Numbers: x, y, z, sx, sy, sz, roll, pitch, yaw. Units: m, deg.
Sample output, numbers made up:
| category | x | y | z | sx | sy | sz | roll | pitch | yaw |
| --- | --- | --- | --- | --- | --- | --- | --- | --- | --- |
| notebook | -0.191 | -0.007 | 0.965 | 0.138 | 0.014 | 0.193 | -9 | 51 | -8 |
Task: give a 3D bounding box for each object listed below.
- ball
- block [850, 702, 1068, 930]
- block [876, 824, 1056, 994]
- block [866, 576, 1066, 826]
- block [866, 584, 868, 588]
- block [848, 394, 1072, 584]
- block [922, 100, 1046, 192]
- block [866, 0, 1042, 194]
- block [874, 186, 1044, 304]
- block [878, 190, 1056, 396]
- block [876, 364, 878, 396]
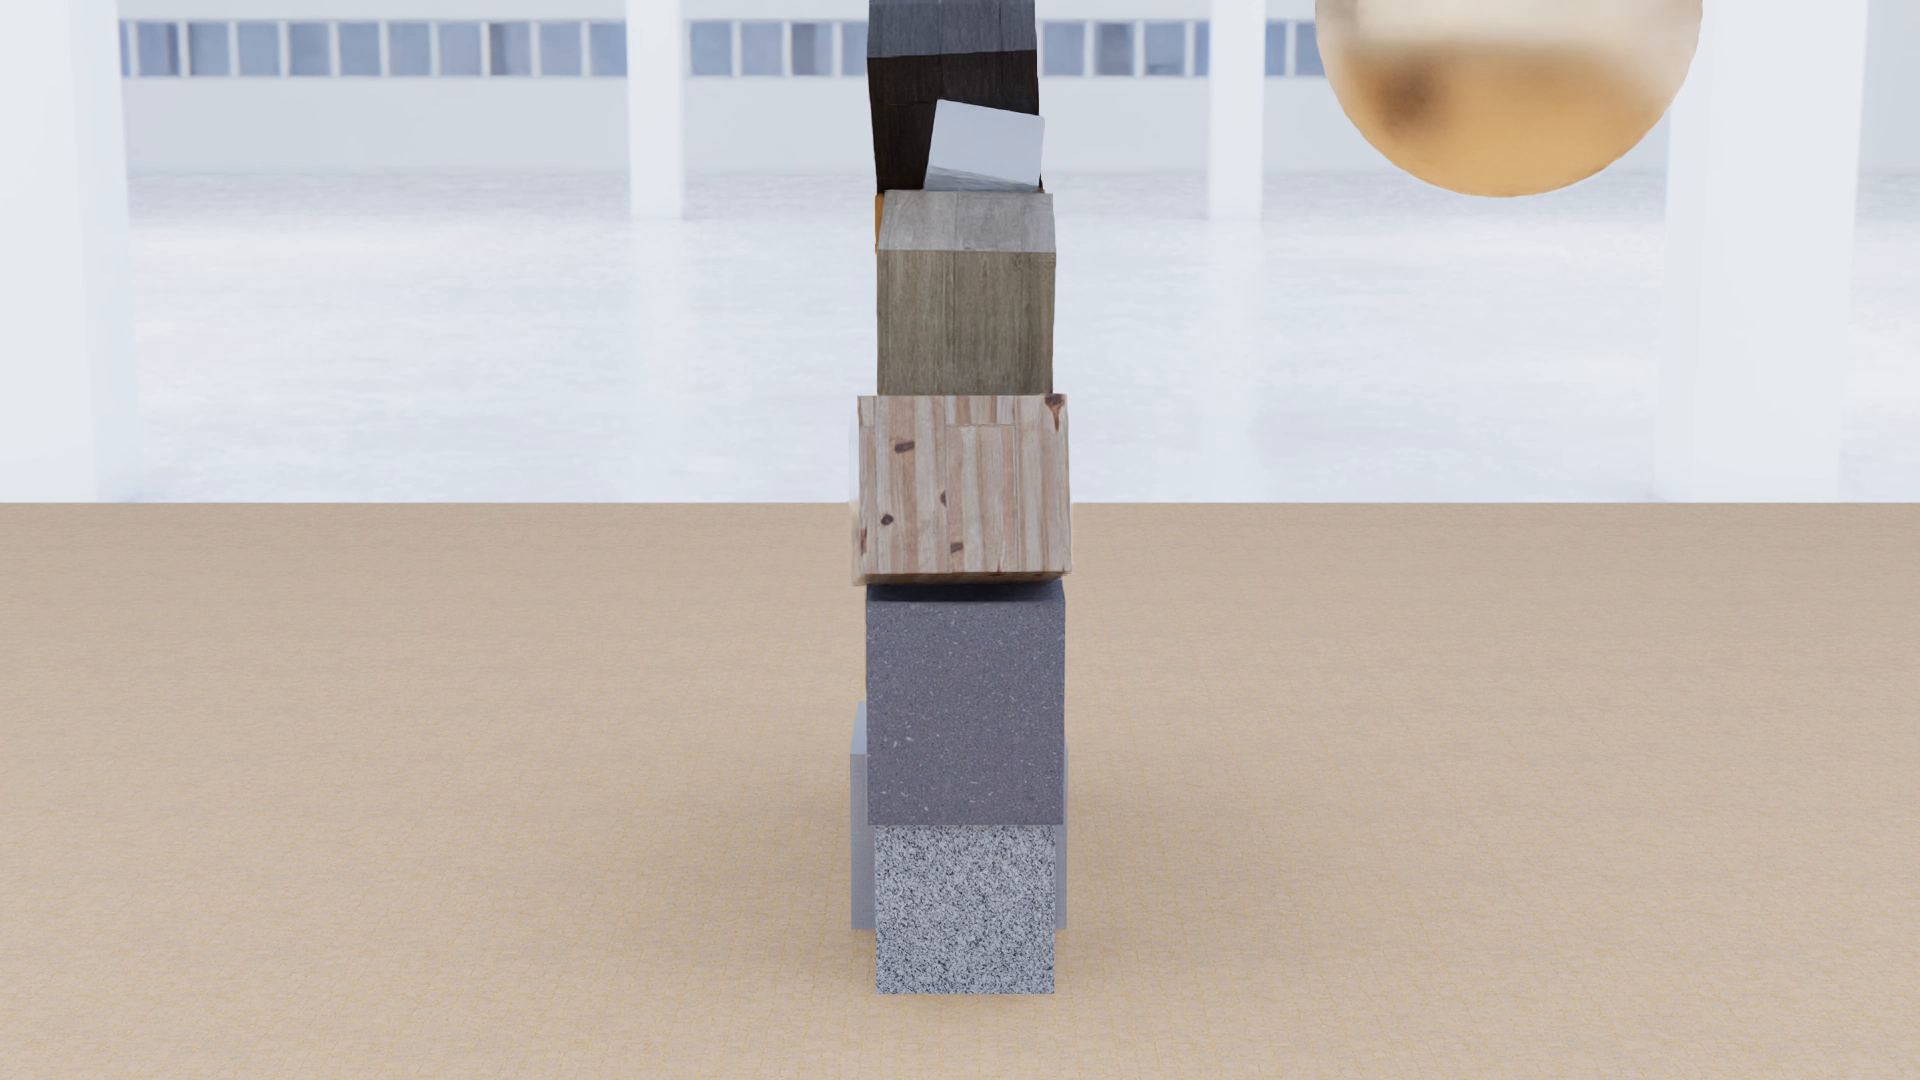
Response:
| category | x | y | z | sx | sy | sz | roll | pitch | yaw |
| --- | --- | --- | --- | --- | --- | --- | --- | --- | --- |
| ball | 2.295 | -2.243 | 10.773 | 1.600 | 1.600 | 1.600 | 0 | 10 | 0 |
| block | -0.004 | 1.168 | 11.039 | 0.896 | 0.751 | 0.903 | 0 | 10 | 0 |
| block | 0.020 | 1.342 | 10.219 | 0.689 | 0.700 | 0.749 | 0 | 11 | 0 |
| block | 0.018 | 0.555 | 10.019 | 0.742 | 0.878 | 0.822 | 0 | 14 | 0 |
| block | 0.012 | 0.129 | 11.551 | 0.831 | 0.906 | 0.826 | 1 | 11 | 0 |
| block | -0.014 | -0.175 | 9.431 | 0.749 | 0.630 | 0.692 | -1 | -4 | -5 |
| block | 0.080 | -1.462 | 10.524 | 0.449 | 0.449 | 0.433 | 9 | 47 | -3 |
| block | -0.019 | -1.967 | 11.109 | 0.708 | 0.645 | 0.692 | -3 | 37 | 2 |
| block | 0.008 | -1.238 | 11.246 | 0.728 | 0.581 | 0.645 | -1 | 11 | 0 |
| block | 0.026 | -0.944 | 10.005 | 0.665 | 0.632 | 0.773 | 1 | 24 | 0 |
| block | -0.005 | -0.253 | 10.485 | 0.667 | 0.658 | 0.781 | 0 | -24 | -1 |
